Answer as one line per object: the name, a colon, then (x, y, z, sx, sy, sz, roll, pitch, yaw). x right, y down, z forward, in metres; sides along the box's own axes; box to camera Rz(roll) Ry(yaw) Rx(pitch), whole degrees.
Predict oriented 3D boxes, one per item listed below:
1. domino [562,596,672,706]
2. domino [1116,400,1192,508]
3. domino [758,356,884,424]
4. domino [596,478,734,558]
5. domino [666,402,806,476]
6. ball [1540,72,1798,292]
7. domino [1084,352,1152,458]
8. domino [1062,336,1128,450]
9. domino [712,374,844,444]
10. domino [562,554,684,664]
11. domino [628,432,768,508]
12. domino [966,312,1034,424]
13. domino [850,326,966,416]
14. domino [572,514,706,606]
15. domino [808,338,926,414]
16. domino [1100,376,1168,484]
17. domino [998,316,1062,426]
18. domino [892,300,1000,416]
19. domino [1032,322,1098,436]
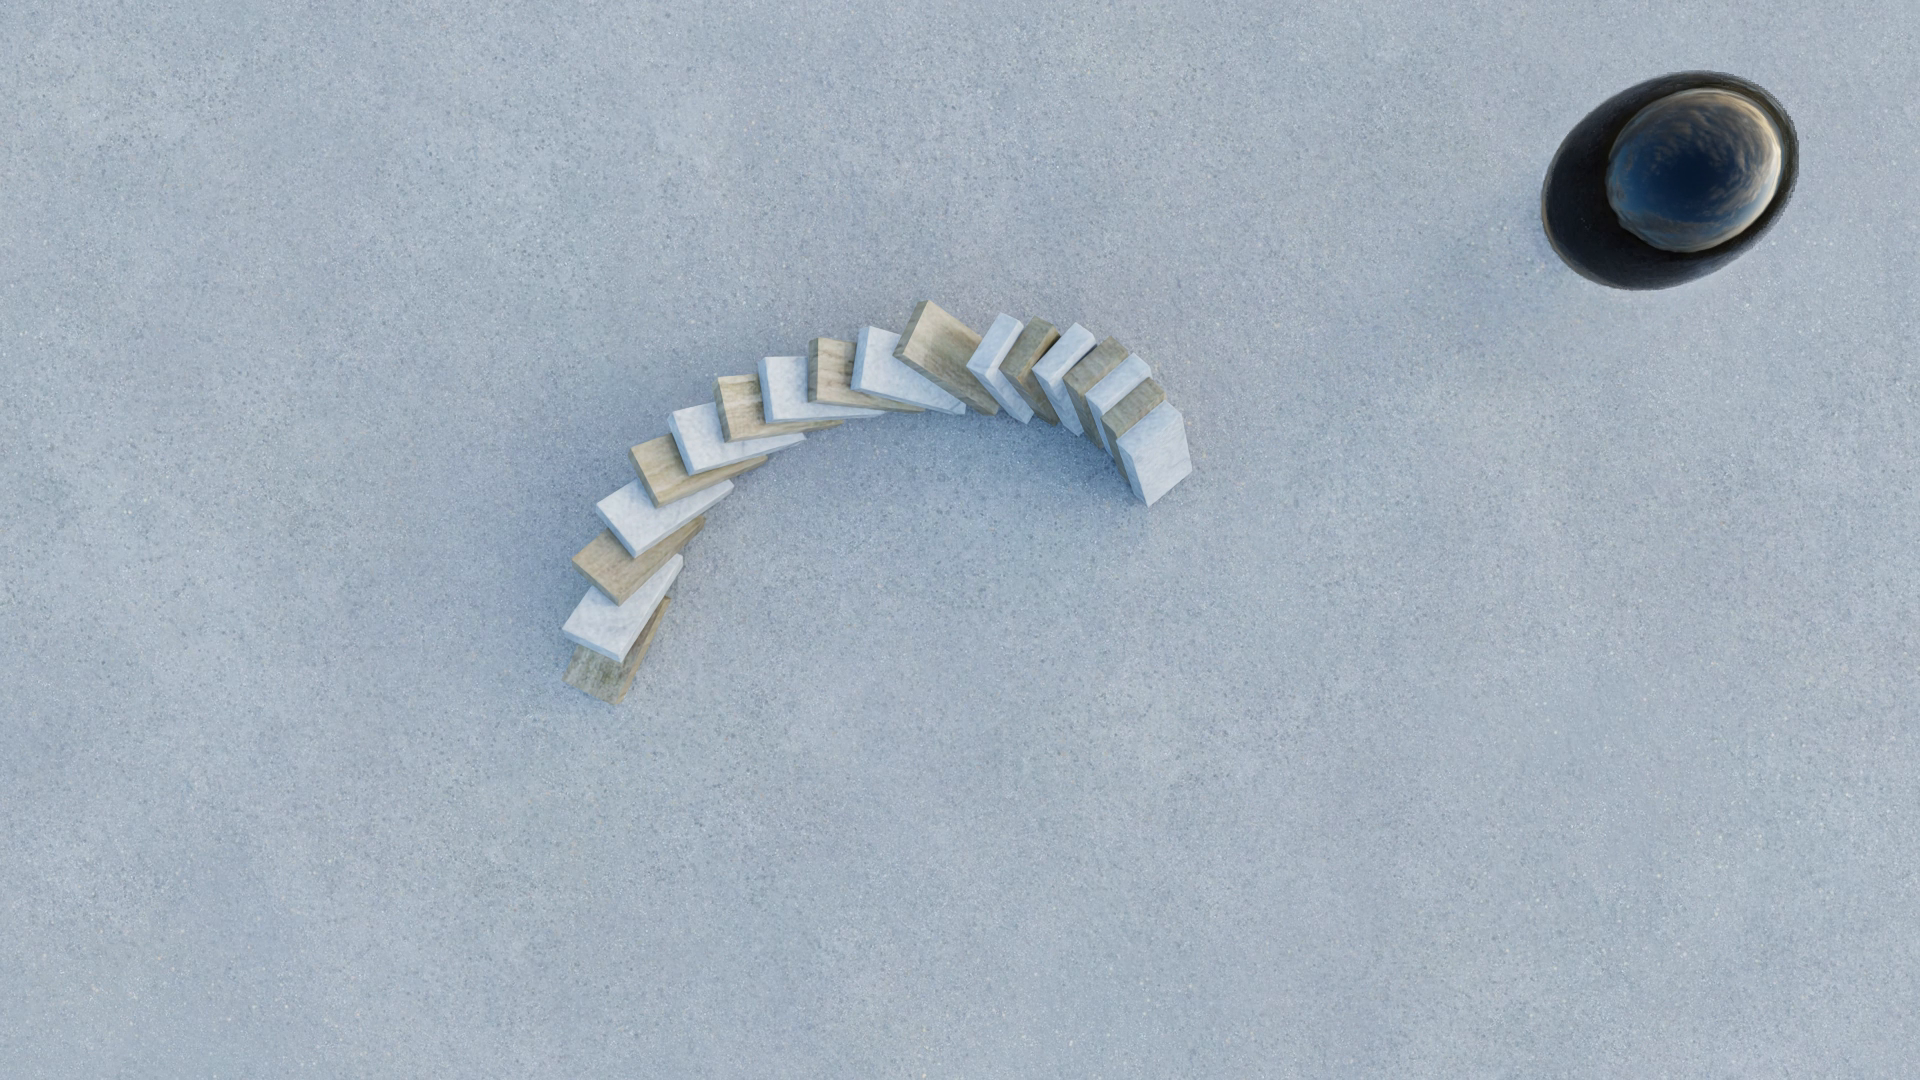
domino: (-0.148, 0.043, 0.395, 0.025, 0.010, 0.050, 26, 90, 0)
domino: (0.080, -0.034, 0.376, 0.025, 0.050, 0.009, -40, 61, 0)
domino: (-0.057, -0.063, 0.383, 0.050, 0.009, 0.025, -8, 90, -32)
domino: (-0.123, -0.017, 0.383, 0.050, 0.009, 0.025, -40, 90, -30)
domino: (-0.093, -0.046, 0.383, 0.050, 0.010, 0.025, -21, 90, -32)
ball: (0.275, -0.139, 0.360, 0.080, 0.080, 0.080, 0, 90, 0)
domino: (0.068, -0.053, 0.376, 0.025, 0.050, 0.009, -41, 61, 0)
domino: (0.059, -0.059, 0.376, 0.025, 0.050, 0.009, -41, 61, 0)
domino: (-0.076, -0.057, 0.383, 0.050, 0.009, 0.025, -13, 90, -32)
domino: (-0.140, 0.023, 0.383, 0.025, 0.009, 0.050, 25, 59, -1)
domino: (-0.109, -0.035, 0.383, 0.050, 0.010, 0.025, -28, 90, -30)
domino: (0.022, -0.069, 0.376, 0.010, 0.050, 0.025, 32, 89, 28)
domino: (-0.019, -0.070, 0.382, 0.050, 0.009, 0.025, 9, 89, -32)
domino: (-0.134, 0.001, 0.383, 0.025, 0.010, 0.050, 40, 60, 0)
domino: (-0.038, -0.068, 0.383, 0.050, 0.010, 0.025, 1, 90, -33)
domino: (0.074, -0.043, 0.376, 0.025, 0.050, 0.009, -40, 61, 0)
domino: (0.035, -0.068, 0.376, 0.010, 0.050, 0.025, 34, 90, 28)
domino: (-0.001, -0.075, 0.382, 0.050, 0.010, 0.025, 29, 81, -30)
domino: (0.048, -0.065, 0.376, 0.025, 0.050, 0.010, -47, 62, 0)
